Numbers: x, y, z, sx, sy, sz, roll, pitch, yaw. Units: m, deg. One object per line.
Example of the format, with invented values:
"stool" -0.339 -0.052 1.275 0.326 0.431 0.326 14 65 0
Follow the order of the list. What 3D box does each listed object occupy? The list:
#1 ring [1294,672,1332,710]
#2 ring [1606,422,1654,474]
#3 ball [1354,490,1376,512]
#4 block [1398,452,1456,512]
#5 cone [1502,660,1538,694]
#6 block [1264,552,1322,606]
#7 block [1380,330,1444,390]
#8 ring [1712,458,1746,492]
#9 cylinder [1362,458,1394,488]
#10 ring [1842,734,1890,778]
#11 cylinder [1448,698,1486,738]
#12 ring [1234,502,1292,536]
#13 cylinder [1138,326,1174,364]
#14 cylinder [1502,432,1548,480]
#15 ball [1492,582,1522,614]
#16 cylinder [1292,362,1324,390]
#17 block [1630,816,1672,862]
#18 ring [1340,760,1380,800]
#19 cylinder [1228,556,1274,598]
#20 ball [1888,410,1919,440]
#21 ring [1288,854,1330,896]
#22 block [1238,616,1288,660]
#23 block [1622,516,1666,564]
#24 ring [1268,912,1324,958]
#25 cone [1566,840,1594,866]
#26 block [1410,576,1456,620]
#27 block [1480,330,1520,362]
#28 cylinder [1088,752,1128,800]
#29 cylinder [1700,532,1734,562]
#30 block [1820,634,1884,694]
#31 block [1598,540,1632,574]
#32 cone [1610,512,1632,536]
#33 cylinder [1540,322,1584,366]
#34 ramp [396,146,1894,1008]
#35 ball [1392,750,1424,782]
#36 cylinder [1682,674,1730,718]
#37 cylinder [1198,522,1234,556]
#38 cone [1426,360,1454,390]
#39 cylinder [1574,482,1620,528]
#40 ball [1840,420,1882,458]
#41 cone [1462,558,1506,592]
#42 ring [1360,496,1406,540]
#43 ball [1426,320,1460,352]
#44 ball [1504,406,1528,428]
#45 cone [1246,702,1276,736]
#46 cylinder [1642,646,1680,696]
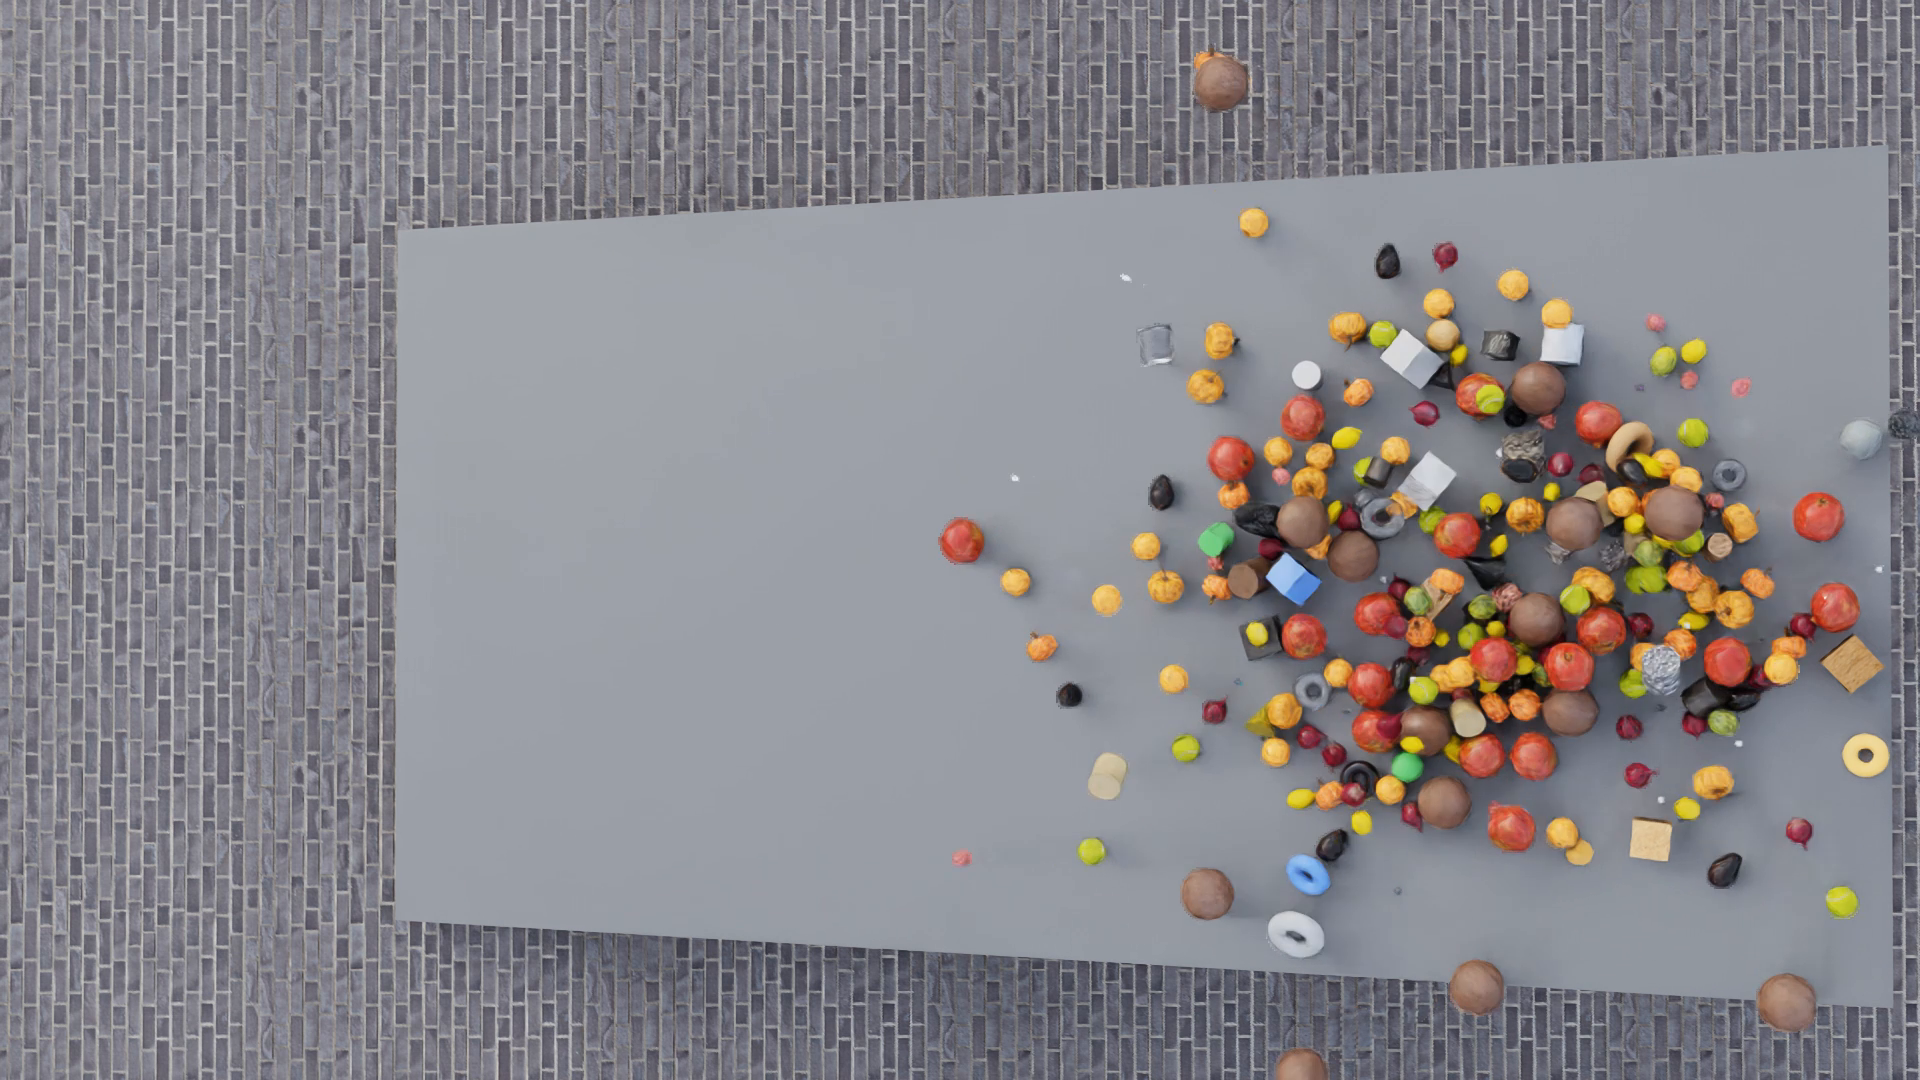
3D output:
"ring" 0.882 0.377 5.493 0.097 0.032 0.097 0 77 0
"ring" 1.592 -0.219 5.228 0.134 0.045 0.134 -16 124 -26
"ball" 1.004 -0.097 5.457 0.056 0.056 0.056 0 89 0
"block" 1.136 -0.142 5.347 0.086 0.086 0.086 40 65 10
"cone" 1.351 0.333 5.320 0.083 0.083 0.083 0 89 19
"block" 0.830 0.098 5.472 0.082 0.082 0.082 -50 134 9
"block" 1.108 -0.443 5.390 0.090 0.090 0.090 29 105 -39
"ring" 1.818 -0.153 5.199 0.078 0.026 0.078 1 92 19
"cylinder" 1.023 -0.164 5.377 0.057 0.057 0.057 28 78 0
"ring" 2.097 0.499 5.092 0.101 0.034 0.101 -1 88 18
"cylinder" 1.226 0.430 5.319 0.074 0.074 0.074 0 107 1
"ring" 0.757 -0.051 5.494 0.147 0.147 0.049 13 72 0
"cylinder" 0.501 -0.498 5.616 0.085 0.085 0.085 -6 86 0
"cylinder" 1.362 -0.203 5.302 0.094 0.094 0.094 -13 106 0
"ball" 1.327 0.140 5.333 0.074 0.074 0.074 0 89 0
"cylinder" 0.872 -0.410 5.498 0.069 0.069 0.069 0 90 19
"block" 1.639 0.709 5.215 0.087 0.087 0.087 6 91 19
"ring" 0.994 0.596 5.464 0.098 0.033 0.098 0 90 19
"cylinder" 0.731 0.094 5.515 0.088 0.088 0.088 11 108 35
"ball" 2.175 -0.266 5.067 0.069 0.069 0.069 0 89 0
"ring" 0.867 0.834 5.475 0.116 0.116 0.039 49 52 1
"block" 0.761 0.246 5.517 0.089 0.089 0.089 -19 83 17
"block" 1.619 0.002 5.201 0.067 0.067 0.067 31 134 -21
"ring" 0.833 0.978 5.452 0.144 0.144 0.048 31 46 0
"cone" 1.486 0.754 5.279 0.063 0.063 0.063 0 89 19
"block" 1.158 0.142 5.391 0.076 0.076 0.076 46 103 14
"block" 1.311 -0.472 5.338 0.060 0.060 0.060 18 82 -43
"cylinder" 0.366 0.583 5.430 0.082 0.082 0.082 9 126 13
"cylinder" 1.772 0.018 5.152 0.059 0.059 0.059 0 78 2
"block" 2.058 0.285 5.075 0.096 0.096 0.096 -43 77 13
"block" 1.567 0.039 5.264 0.058 0.058 0.058 -36 79 15
"cone" 1.604 -0.022 5.264 0.067 0.067 0.067 29 89 -5
"cylinder" 1.449 -0.471 5.291 0.093 0.093 0.093 6 90 0
"ramp" 0.278 0.092 5.782 4.000 0.100 2.000 0 89 19
"ball" 1.099 0.556 5.402 0.077 0.077 0.077 0 89 0
"cylinder" 1.751 0.366 5.167 0.077 0.077 0.077 43 131 1
"cylinder" 0.648 -0.002 5.558 0.066 0.066 0.066 16 120 29
"cone" 1.187 -0.410 5.389 0.071 0.071 0.071 15 98 0
"cylinder" 1.519 -0.084 5.245 0.080 0.080 0.080 -35 116 0
"ball" 2.081 -0.234 5.077 0.091 0.091 0.091 0 89 0
"cone" 1.257 0.064 5.335 0.093 0.093 0.093 28 89 -6
"ring" 1.033 -0.053 5.374 0.108 0.036 0.108 -2 76 7
"ball" 1.184 -0.501 5.389 0.081 0.081 0.081 0 89 0
"ball" 1.350 -0.300 5.344 0.054 0.054 0.054 0 89 0
"cone" 0.768 0.442 5.540 0.080 0.080 0.080 21 67 0
"cylinder" 1.638 0.305 5.137 0.085 0.085 0.085 -8 53 11
